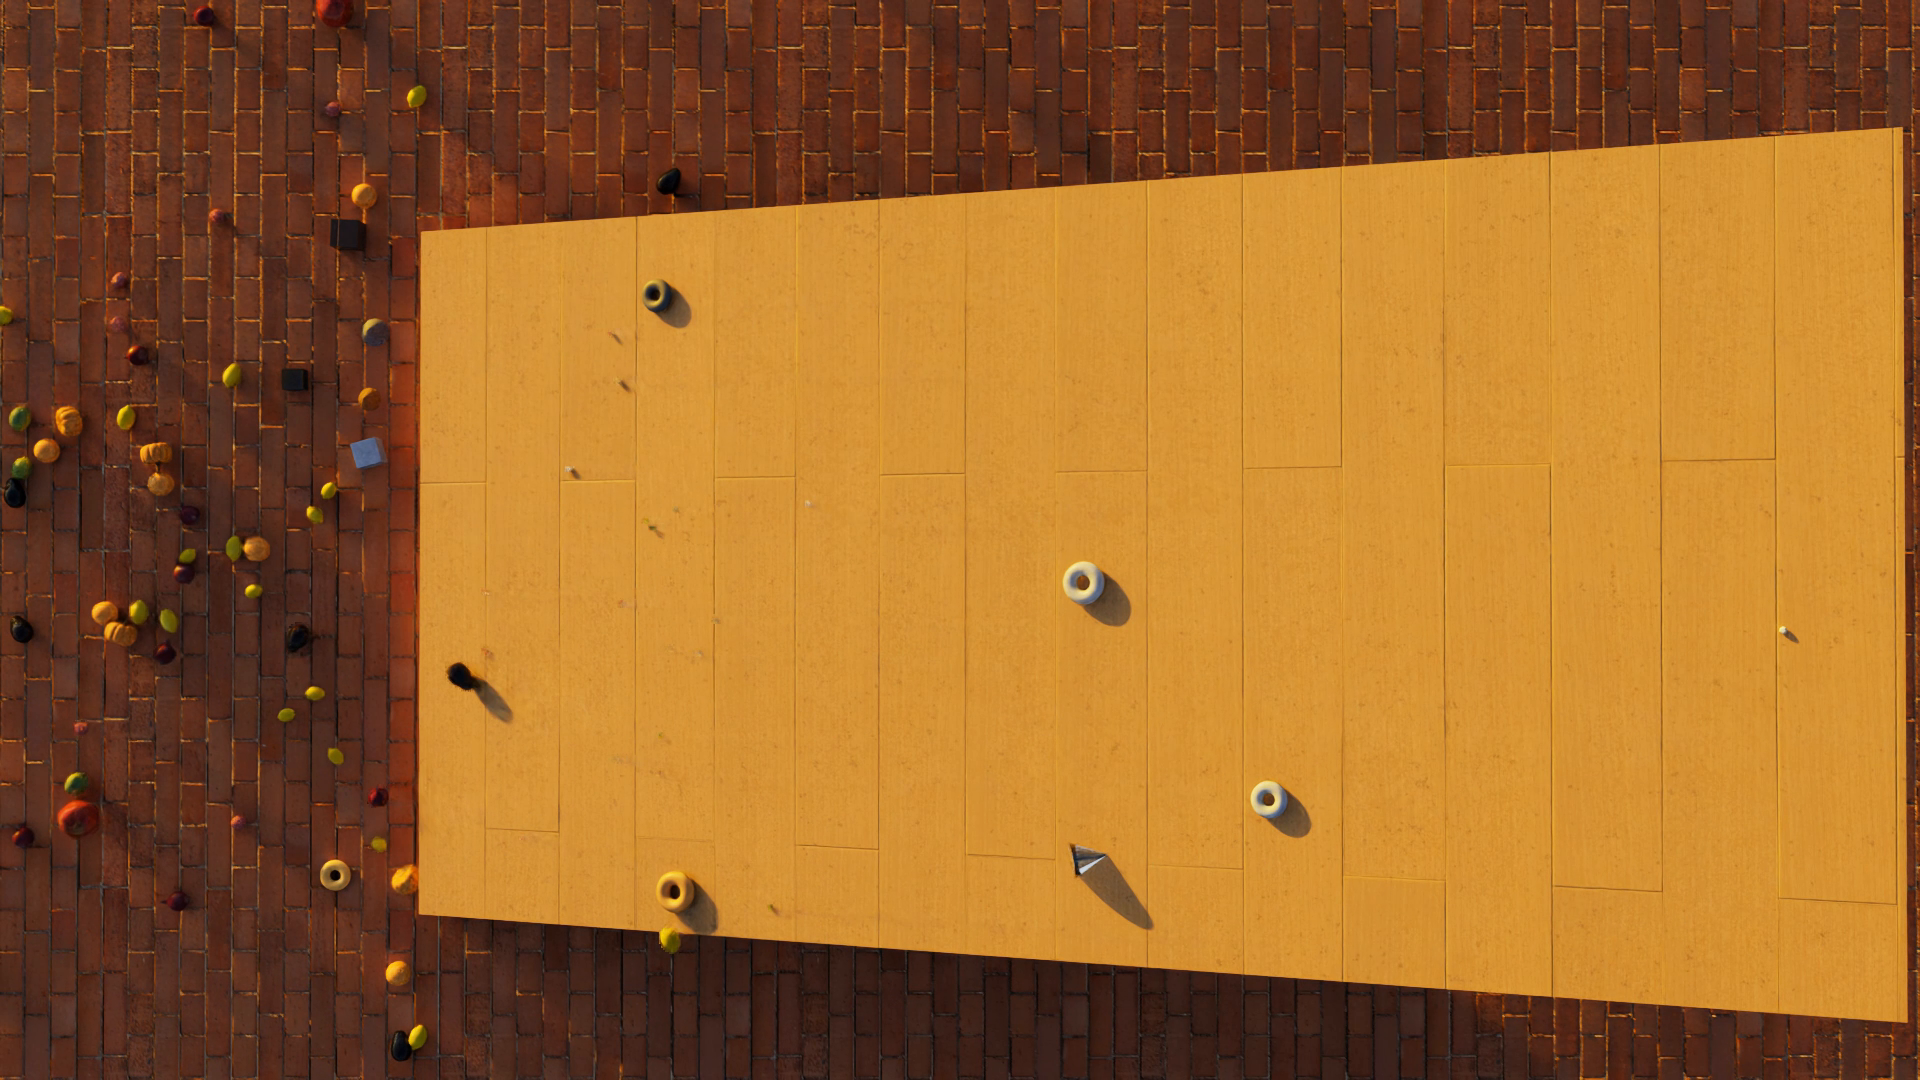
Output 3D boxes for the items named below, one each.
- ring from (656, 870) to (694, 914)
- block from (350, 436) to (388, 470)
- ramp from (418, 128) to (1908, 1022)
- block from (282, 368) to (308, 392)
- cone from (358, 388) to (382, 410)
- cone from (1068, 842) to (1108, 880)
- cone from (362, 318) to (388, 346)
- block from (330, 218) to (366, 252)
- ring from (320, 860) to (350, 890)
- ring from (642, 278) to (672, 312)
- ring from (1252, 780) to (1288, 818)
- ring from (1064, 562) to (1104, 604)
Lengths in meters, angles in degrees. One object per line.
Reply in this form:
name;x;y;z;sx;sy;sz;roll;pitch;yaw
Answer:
ring;-0.787;0.974;6.083;0.117;0.039;0.117;-1;88;24
block;-1.748;-0.256;6.505;0.075;0.075;0.075;-16;89;0
ramp;0.283;0.086;5.725;4.000;0.100;2.000;0;89;23
block;-1.970;-0.474;6.515;0.060;0.060;0.060;-1;89;0
cone;-1.756;-0.419;6.510;0.068;0.068;0.068;0;89;0
cone;0.332;0.811;5.618;0.095;0.095;0.095;-9;89;-4
cone;-1.741;-0.618;6.505;0.083;0.083;0.083;0;89;0
block;-1.812;-0.903;6.510;0.080;0.080;0.080;2;89;0
ring;-1.849;0.993;6.512;0.092;0.031;0.092;0;90;1
ring;-0.846;-0.682;6.132;0.094;0.031;0.094;-1;88;24
ring;0.766;0.643;5.446;0.094;0.031;0.094;0;89;24
ring;0.317;0.110;5.636;0.111;0.037;0.111;-1;88;24
